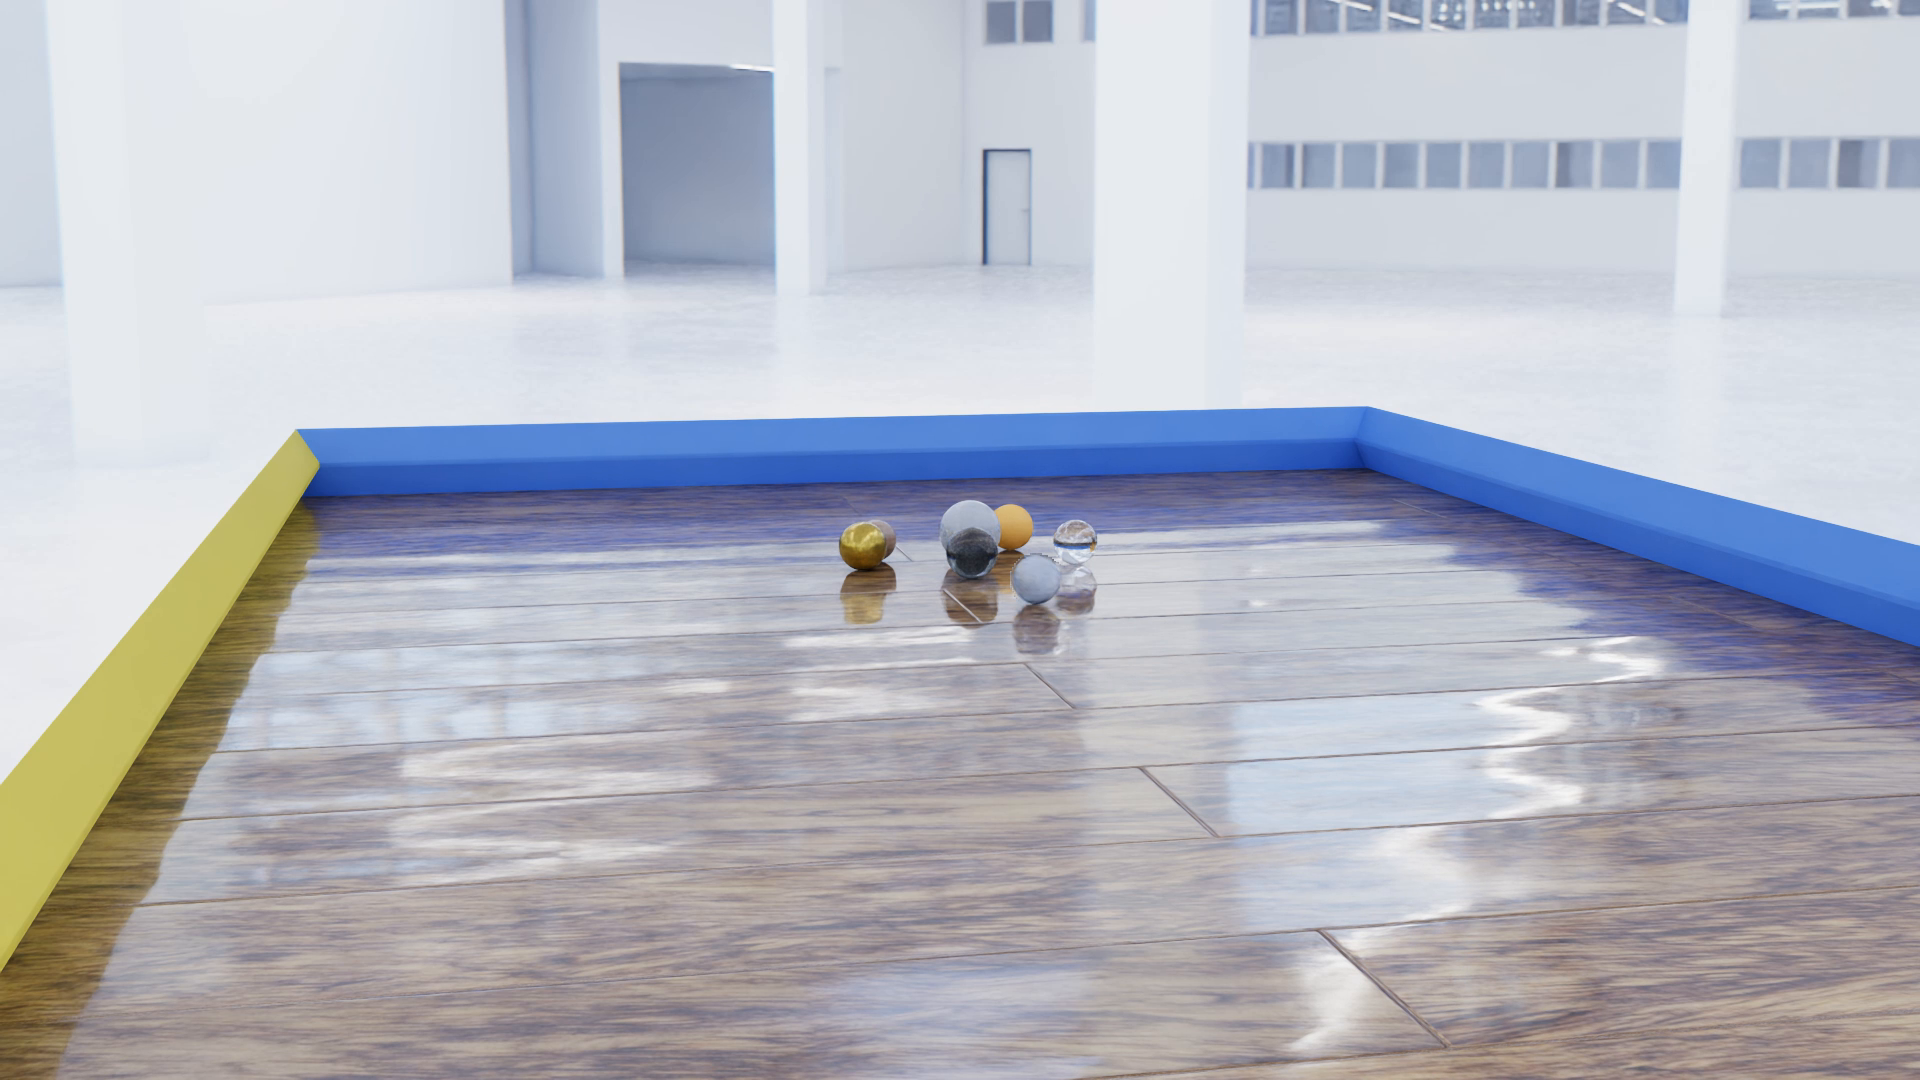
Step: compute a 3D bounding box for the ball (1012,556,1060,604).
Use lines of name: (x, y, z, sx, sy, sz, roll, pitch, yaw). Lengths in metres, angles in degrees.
ball: (0.107, 0.056, 3.071, 0.068, 0.068, 0.068, 0, 9, 0)

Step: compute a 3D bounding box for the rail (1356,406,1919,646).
rail: (1.222, 0.094, 2.642, 0.045, 0.126, 3.948, -2, 9, -12)

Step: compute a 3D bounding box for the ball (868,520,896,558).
ball: (-0.131, 0.001, 3.423, 0.065, 0.065, 0.065, 0, 9, 0)

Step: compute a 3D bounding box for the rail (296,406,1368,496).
rail: (-0.196, -0.176, 4.318, 2.135, 0.126, 0.045, -2, 9, -12)

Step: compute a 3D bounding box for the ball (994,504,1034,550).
ball: (0.081, -0.021, 3.528, 0.073, 0.073, 0.073, 0, 9, 0)

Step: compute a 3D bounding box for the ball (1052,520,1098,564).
ball: (0.178, 0.003, 3.392, 0.069, 0.069, 0.069, 0, 9, 0)

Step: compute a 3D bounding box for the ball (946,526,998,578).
ball: (0.018, 0.019, 3.267, 0.077, 0.077, 0.077, 0, 9, 0)

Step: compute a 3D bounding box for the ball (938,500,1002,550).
ball: (0.016, -0.013, 3.406, 0.097, 0.097, 0.097, 0, 9, 0)

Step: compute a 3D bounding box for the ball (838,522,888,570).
ball: (-0.148, 0.009, 3.340, 0.074, 0.074, 0.074, 0, 9, 0)

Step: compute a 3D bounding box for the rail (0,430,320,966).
rail: (-0.821, 0.162, 2.223, 0.045, 0.126, 3.948, -2, 9, -12)
